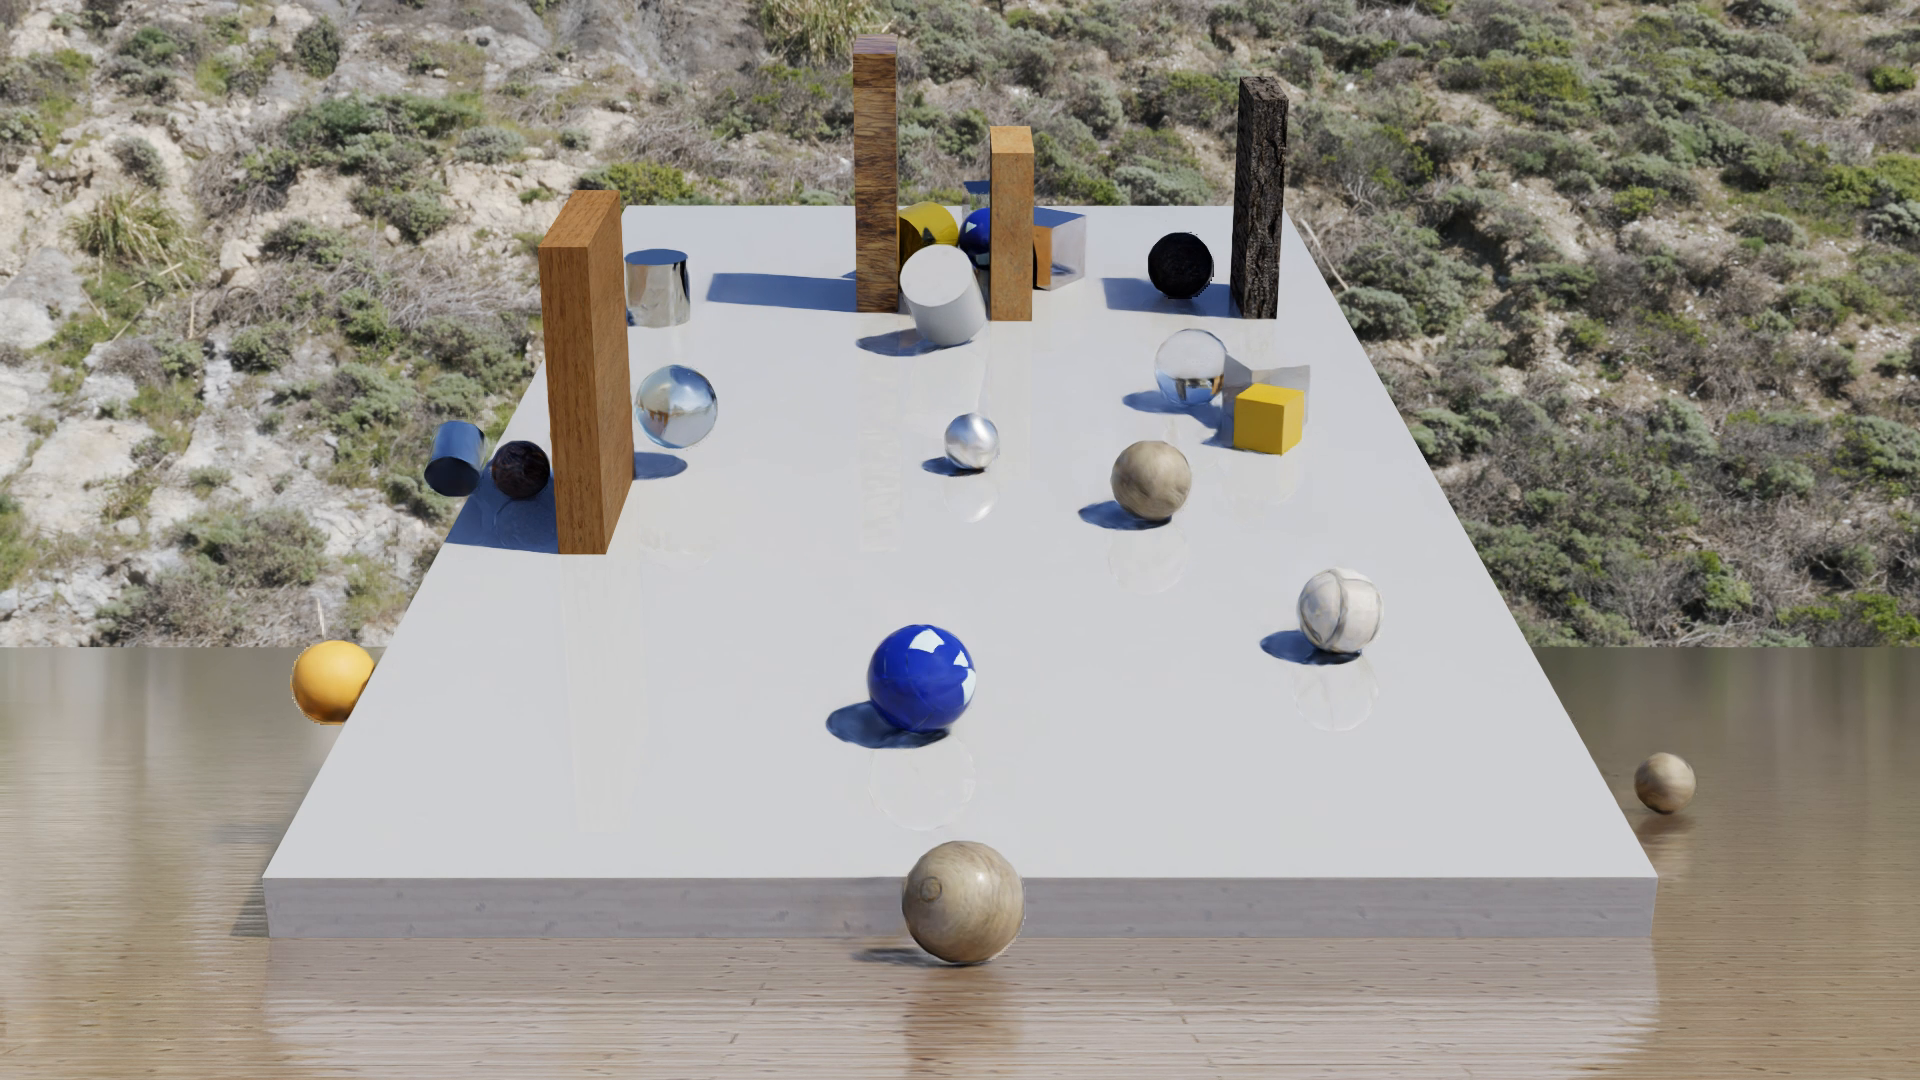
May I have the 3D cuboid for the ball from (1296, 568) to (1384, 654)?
[{"bbox_3d":[0.659,0.122,3.983,0.151,0.151,0.151,0,-3,0],"label":"ball"}]

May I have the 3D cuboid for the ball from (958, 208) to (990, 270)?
[{"bbox_3d":[0.081,-0.825,6.294,0.173,0.173,0.173,0,-3,0],"label":"ball"}]

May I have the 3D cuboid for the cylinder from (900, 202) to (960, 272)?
[{"bbox_3d":[-0.128,-0.810,6.236,0.185,0.185,0.185,-2,18,32],"label":"cylinder"}]

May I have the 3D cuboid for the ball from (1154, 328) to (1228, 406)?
[{"bbox_3d":[0.528,-0.392,5.220,0.176,0.176,0.176,0,-3,0],"label":"ball"}]

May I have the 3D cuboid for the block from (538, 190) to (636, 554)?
[{"bbox_3d":[-0.725,-0.336,4.502,0.090,0.606,0.443,0,22,0],"label":"block"}]

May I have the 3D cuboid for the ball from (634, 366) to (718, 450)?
[{"bbox_3d":[-0.592,-0.278,4.796,0.175,0.175,0.175,0,-3,0],"label":"ball"}]

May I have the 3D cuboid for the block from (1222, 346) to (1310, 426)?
[{"bbox_3d":[0.682,-0.338,5.130,0.142,0.142,0.142,-7,23,-17],"label":"block"}]

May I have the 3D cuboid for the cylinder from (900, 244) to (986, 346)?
[{"bbox_3d":[-0.040,-0.600,5.629,0.179,0.179,0.179,-1,-27,12],"label":"cylinder"}]

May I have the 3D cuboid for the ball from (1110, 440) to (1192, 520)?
[{"bbox_3d":[0.380,-0.119,4.564,0.161,0.161,0.161,0,-3,0],"label":"ball"}]

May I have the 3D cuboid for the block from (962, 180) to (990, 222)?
[{"bbox_3d":[0.096,-0.933,6.577,0.158,0.158,0.158,-3,22,-8],"label":"block"}]

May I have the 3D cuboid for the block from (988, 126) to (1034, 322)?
[{"bbox_3d":[0.131,-0.819,5.930,0.105,0.434,0.320,0,22,0],"label":"block"}]

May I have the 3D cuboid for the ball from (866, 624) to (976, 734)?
[{"bbox_3d":[-0.063,0.223,3.694,0.177,0.177,0.177,0,-3,0],"label":"ball"}]

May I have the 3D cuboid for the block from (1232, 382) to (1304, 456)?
[{"bbox_3d":[0.670,-0.263,4.983,0.114,0.114,0.114,12,25,27],"label":"block"}]

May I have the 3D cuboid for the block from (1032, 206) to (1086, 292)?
[{"bbox_3d":[0.220,-0.788,6.200,0.172,0.172,0.172,15,26,32],"label":"block"}]

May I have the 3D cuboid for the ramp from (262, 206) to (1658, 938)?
[{"bbox_3d":[-0.007,-0.221,5.162,2.000,0.100,4.000,0,22,0],"label":"ramp"}]

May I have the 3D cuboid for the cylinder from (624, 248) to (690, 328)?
[{"bbox_3d":[-0.770,-0.641,5.847,0.162,0.162,0.162,0,22,0],"label":"cylinder"}]

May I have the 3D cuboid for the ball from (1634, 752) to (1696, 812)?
[{"bbox_3d":[1.760,0.606,5.737,0.150,0.150,0.150,0,-3,0],"label":"ball"}]

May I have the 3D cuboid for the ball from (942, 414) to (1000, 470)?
[{"bbox_3d":[0.024,-0.207,4.836,0.119,0.119,0.119,0,-3,0],"label":"ball"}]

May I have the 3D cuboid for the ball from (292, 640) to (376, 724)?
[{"bbox_3d":[-1.196,0.272,4.399,0.160,0.160,0.160,0,-3,0],"label":"ball"}]

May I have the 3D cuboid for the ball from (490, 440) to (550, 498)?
[{"bbox_3d":[-0.894,-0.144,4.674,0.120,0.120,0.120,0,-3,0],"label":"ball"}]

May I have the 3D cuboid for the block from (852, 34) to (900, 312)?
[{"bbox_3d":[-0.214,-0.947,5.936,0.106,0.665,0.279,0,22,0],"label":"block"}]

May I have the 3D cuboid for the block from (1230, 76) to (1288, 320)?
[{"bbox_3d":[0.768,-0.884,5.920,0.086,0.563,0.305,0,22,0],"label":"block"}]

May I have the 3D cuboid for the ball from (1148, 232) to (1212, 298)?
[{"bbox_3d":[0.579,-0.724,6.046,0.172,0.172,0.172,0,-3,0],"label":"ball"}]

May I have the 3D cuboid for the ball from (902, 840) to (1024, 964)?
[{"bbox_3d":[0.004,0.482,3.063,0.164,0.164,0.164,0,-3,0],"label":"ball"}]

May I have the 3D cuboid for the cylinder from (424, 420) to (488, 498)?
[{"bbox_3d":[-1.032,-0.166,4.708,0.111,0.111,0.111,0,-46,0],"label":"cylinder"}]
